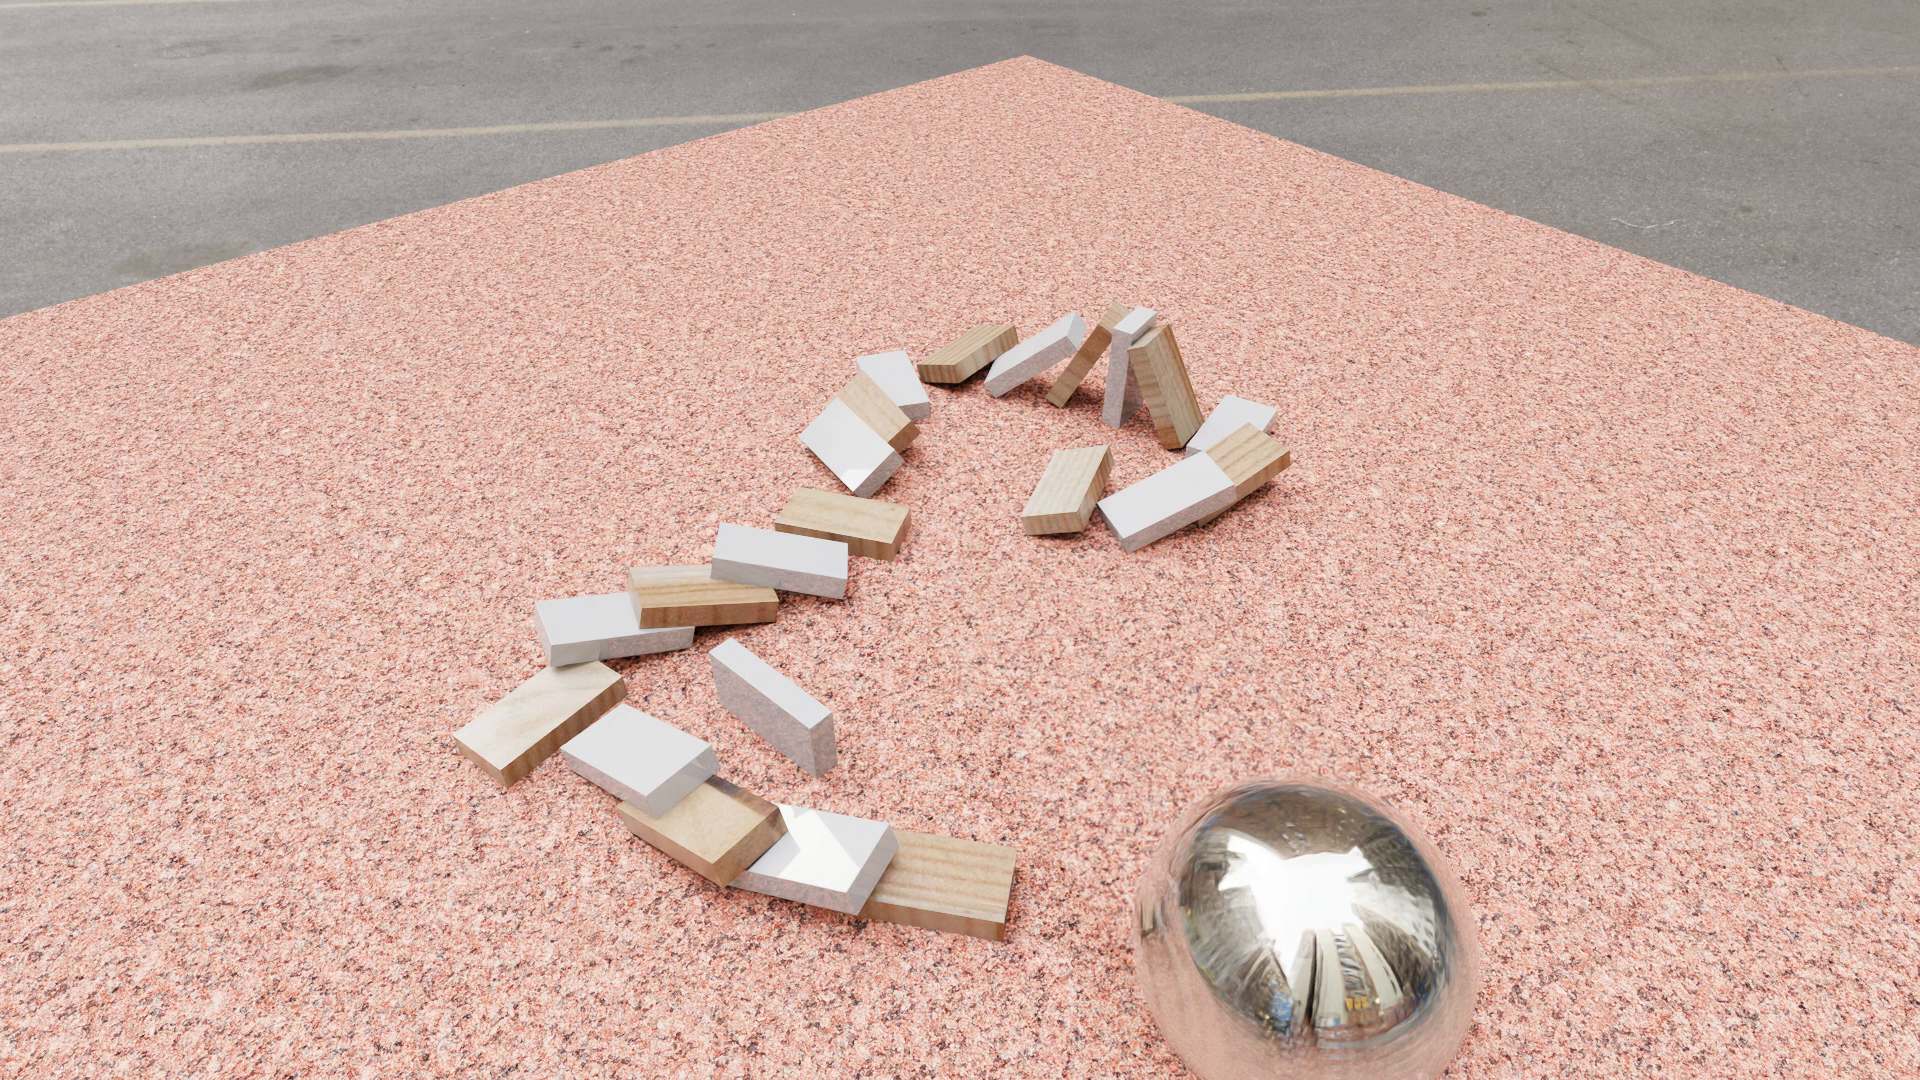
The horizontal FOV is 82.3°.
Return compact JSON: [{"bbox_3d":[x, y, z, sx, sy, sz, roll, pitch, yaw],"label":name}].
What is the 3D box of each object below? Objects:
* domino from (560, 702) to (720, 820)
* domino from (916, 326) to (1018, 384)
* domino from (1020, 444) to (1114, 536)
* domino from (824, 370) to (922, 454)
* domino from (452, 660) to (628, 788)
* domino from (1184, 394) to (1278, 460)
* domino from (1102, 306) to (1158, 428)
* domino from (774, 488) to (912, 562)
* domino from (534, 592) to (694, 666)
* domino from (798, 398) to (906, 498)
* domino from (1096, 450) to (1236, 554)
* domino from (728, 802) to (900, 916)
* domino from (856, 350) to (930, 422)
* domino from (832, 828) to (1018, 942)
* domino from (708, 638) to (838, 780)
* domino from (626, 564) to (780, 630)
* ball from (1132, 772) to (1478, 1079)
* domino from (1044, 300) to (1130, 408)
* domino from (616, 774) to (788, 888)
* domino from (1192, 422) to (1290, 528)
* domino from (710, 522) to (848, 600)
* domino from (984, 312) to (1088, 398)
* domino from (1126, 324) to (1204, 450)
[{"bbox_3d":[-0.102,0.069,0.348,0.050,0.009,0.025,12,38,41],"label":"domino"},{"bbox_3d":[0.004,-0.094,0.552,0.025,0.010,0.050,9,36,41],"label":"domino"},{"bbox_3d":[0.046,-0.021,0.463,0.025,0.009,0.050,-5,34,29],"label":"domino"},{"bbox_3d":[-0.040,-0.055,0.501,0.025,0.010,0.050,-43,47,2],"label":"domino"},{"bbox_3d":[-0.141,0.059,0.372,0.025,0.010,0.050,24,45,27],"label":"domino"},{"bbox_3d":[0.124,-0.048,0.502,0.025,0.009,0.050,21,44,23],"label":"domino"},{"bbox_3d":[0.078,-0.079,0.508,0.009,0.050,0.025,24,45,24],"label":"domino"},{"bbox_3d":[-0.048,-0.007,0.452,0.050,0.010,0.025,10,40,12],"label":"domino"},{"bbox_3d":[-0.124,0.031,0.395,0.050,0.009,0.025,-5,37,-33],"label":"domino"},{"bbox_3d":[-0.048,-0.040,0.483,0.025,0.009,0.050,-46,50,-1],"label":"domino"},{"bbox_3d":[0.085,-0.016,0.451,0.050,0.009,0.025,-26,43,-3],"label":"domino"},{"bbox_3d":[-0.046,0.091,0.320,0.050,0.010,0.025,1,35,30],"label":"domino"},{"bbox_3d":[-0.033,-0.074,0.534,0.025,0.010,0.050,-10,40,-12],"label":"domino"},{"bbox_3d":[-0.010,0.100,0.322,0.050,0.010,0.025,7,40,8],"label":"domino"},{"bbox_3d":[-0.062,0.055,0.364,0.050,0.025,0.010,30,48,31],"label":"domino"},{"bbox_3d":[-0.095,0.020,0.408,0.050,0.010,0.025,-1,35,-28],"label":"domino"},{"bbox_3d":[0.082,0.098,0.269,0.080,0.080,0.080,0,39,0],"label":"ball"},{"bbox_3d":[0.060,-0.087,0.519,0.009,0.050,0.025,36,45,-1],"label":"domino"},{"bbox_3d":[-0.078,0.084,0.330,0.050,0.009,0.025,12,38,41],"label":"domino"},{"bbox_3d":[0.112,-0.028,0.467,0.050,0.010,0.025,-33,48,-12],"label":"domino"},{"bbox_3d":[-0.069,0.008,0.422,0.050,0.009,0.025,10,31,-11],"label":"domino"},{"bbox_3d":[0.036,-0.089,0.529,0.050,0.009,0.025,-26,26,34],"label":"domino"},{"bbox_3d":[0.093,-0.069,0.497,0.010,0.050,0.025,-4,29,43],"label":"domino"}]
